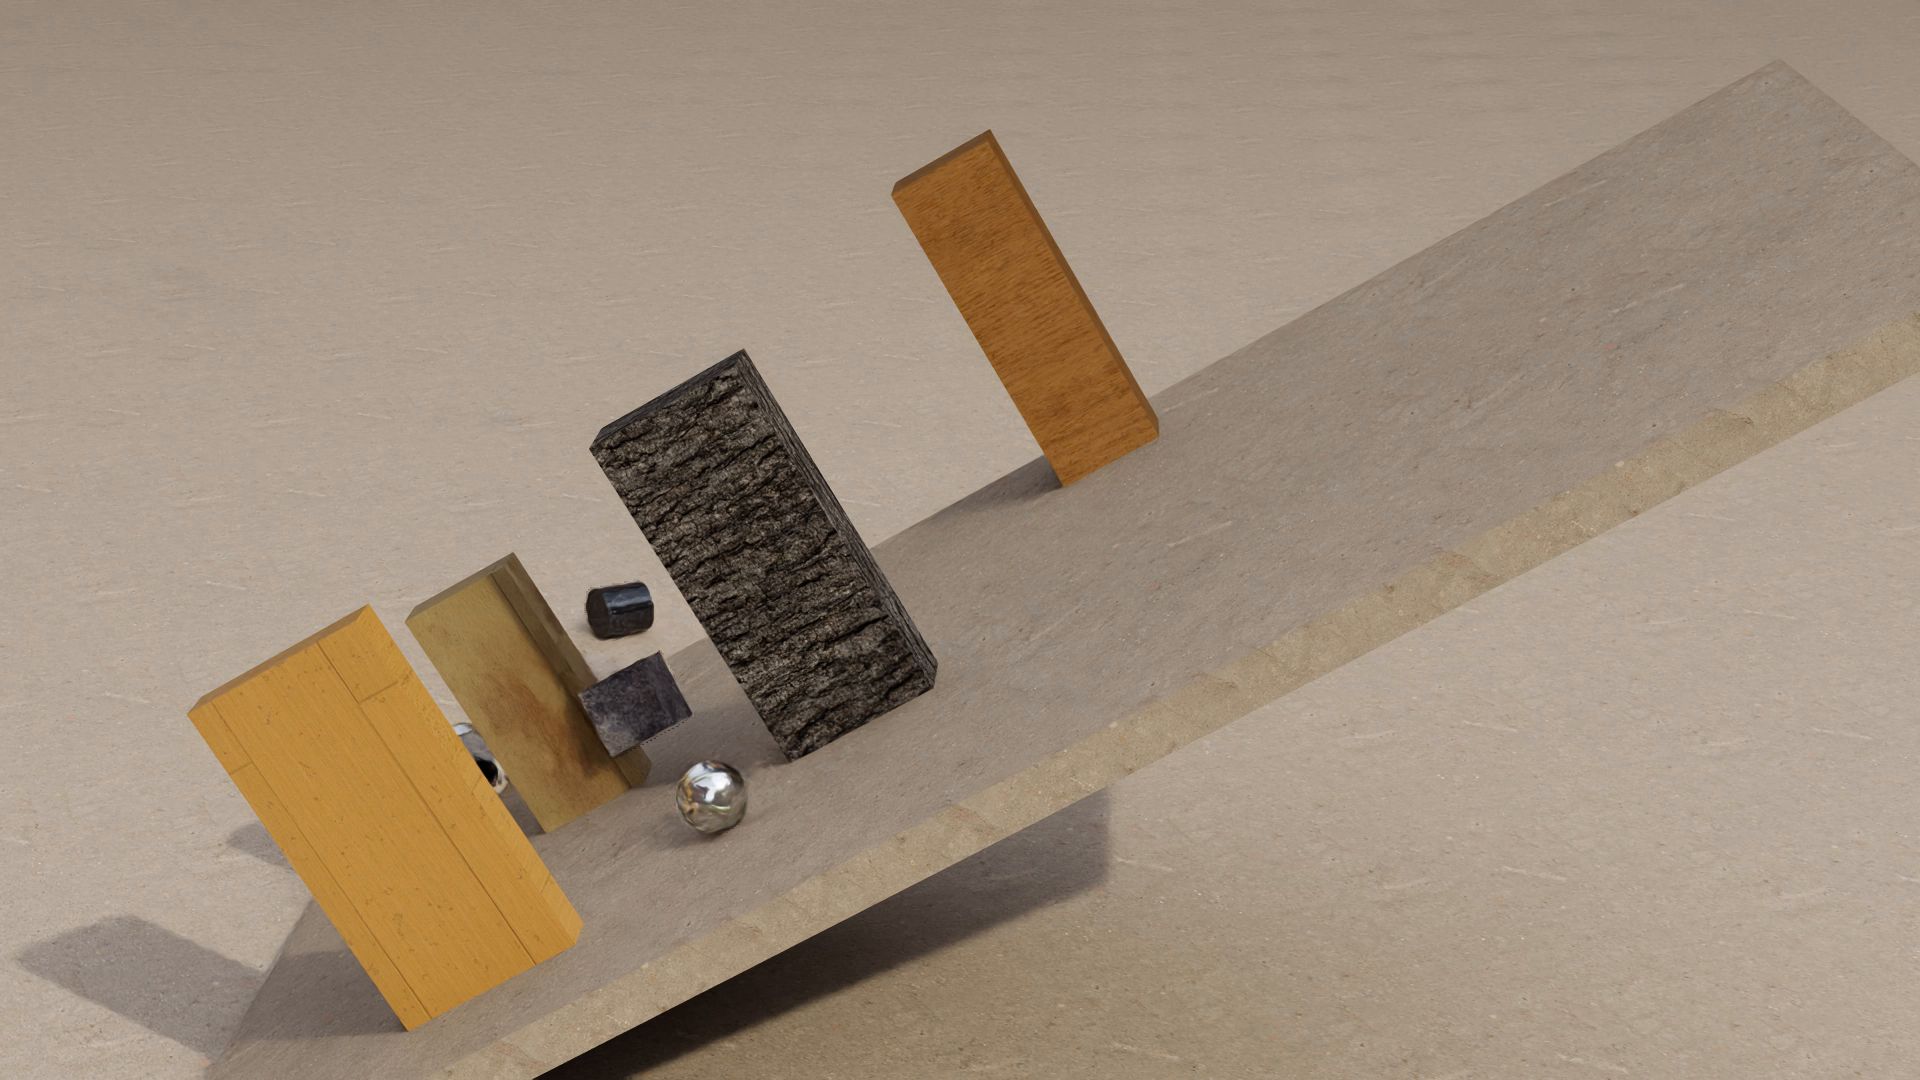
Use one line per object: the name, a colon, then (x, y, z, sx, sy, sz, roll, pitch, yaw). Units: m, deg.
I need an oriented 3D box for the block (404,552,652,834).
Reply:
block: (-0.959, 0.343, 6.561, 0.265, 0.580, 0.099, -28, 15, 12)

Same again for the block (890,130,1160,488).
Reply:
block: (0.156, -0.532, 6.787, 0.252, 0.794, 0.143, -28, 15, 12)

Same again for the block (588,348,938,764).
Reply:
block: (-0.395, 0.037, 6.035, 0.346, 0.781, 0.147, -28, 15, 12)

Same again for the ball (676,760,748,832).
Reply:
ball: (-0.498, 0.517, 5.924, 0.146, 0.146, 0.146, 0, 19, 0)

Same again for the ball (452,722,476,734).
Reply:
ball: (-1.247, 0.528, 7.417, 0.137, 0.137, 0.137, 0, 19, 0)

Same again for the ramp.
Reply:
ramp: (0.142, 0.168, 6.285, 4.000, 0.100, 2.000, -28, 15, 12)

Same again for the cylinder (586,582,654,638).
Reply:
cylinder: (-1.061, 0.218, 9.182, 0.155, 0.155, 0.155, -10, 21, -32)

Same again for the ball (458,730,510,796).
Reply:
ball: (-1.172, 0.550, 7.113, 0.177, 0.177, 0.177, 0, 19, 0)

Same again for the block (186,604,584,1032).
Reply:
block: (-1.126, 0.553, 5.796, 0.401, 0.780, 0.095, -28, 15, 12)

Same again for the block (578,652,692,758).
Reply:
block: (-0.718, 0.362, 6.499, 0.159, 0.159, 0.159, -28, 0, 12)
